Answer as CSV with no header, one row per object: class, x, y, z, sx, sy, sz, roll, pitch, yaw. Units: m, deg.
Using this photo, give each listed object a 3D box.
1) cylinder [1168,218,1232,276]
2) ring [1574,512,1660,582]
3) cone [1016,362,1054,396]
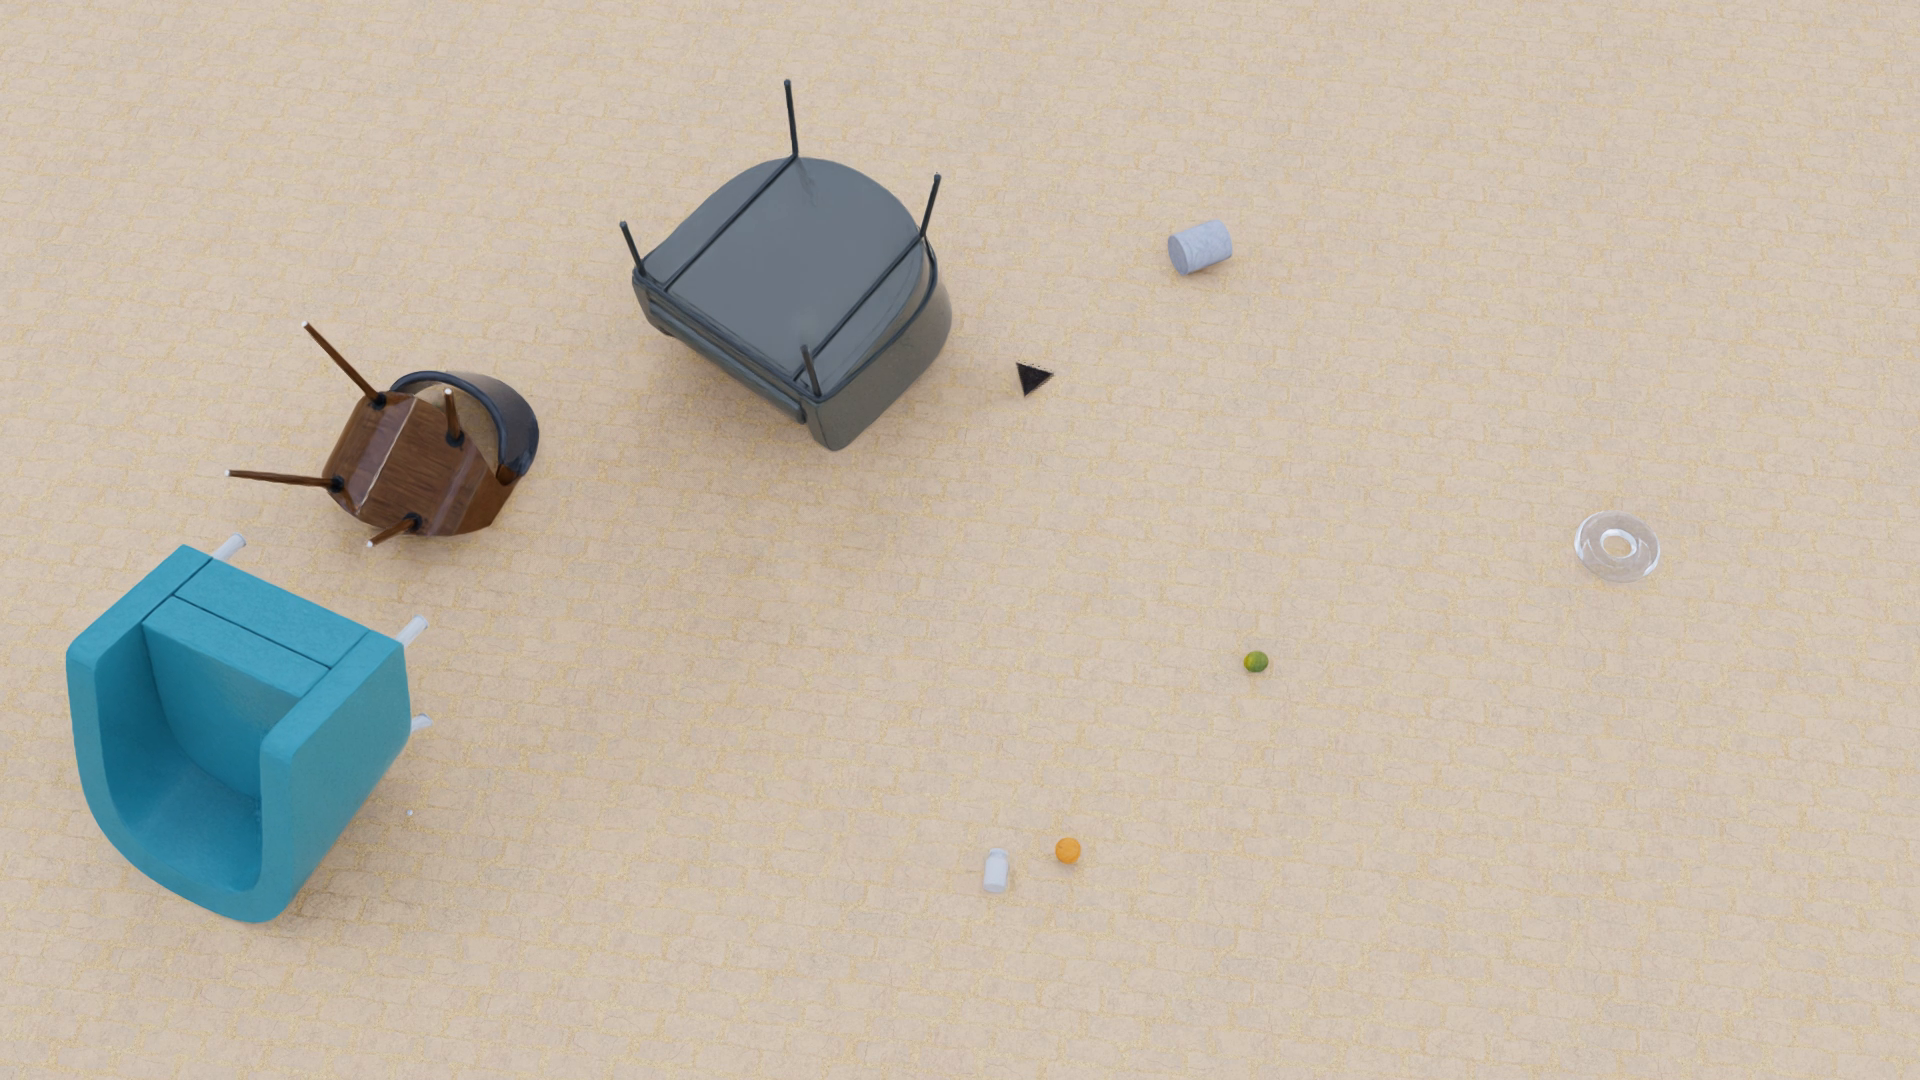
cylinder,0.778,-0.949,7.129,0.166,0.136,0.136,-22,62,-14
ring,1.952,0.019,6.530,0.250,0.051,0.256,35,63,20
cone,0.217,-0.494,6.870,0.094,0.162,0.095,24,99,40
